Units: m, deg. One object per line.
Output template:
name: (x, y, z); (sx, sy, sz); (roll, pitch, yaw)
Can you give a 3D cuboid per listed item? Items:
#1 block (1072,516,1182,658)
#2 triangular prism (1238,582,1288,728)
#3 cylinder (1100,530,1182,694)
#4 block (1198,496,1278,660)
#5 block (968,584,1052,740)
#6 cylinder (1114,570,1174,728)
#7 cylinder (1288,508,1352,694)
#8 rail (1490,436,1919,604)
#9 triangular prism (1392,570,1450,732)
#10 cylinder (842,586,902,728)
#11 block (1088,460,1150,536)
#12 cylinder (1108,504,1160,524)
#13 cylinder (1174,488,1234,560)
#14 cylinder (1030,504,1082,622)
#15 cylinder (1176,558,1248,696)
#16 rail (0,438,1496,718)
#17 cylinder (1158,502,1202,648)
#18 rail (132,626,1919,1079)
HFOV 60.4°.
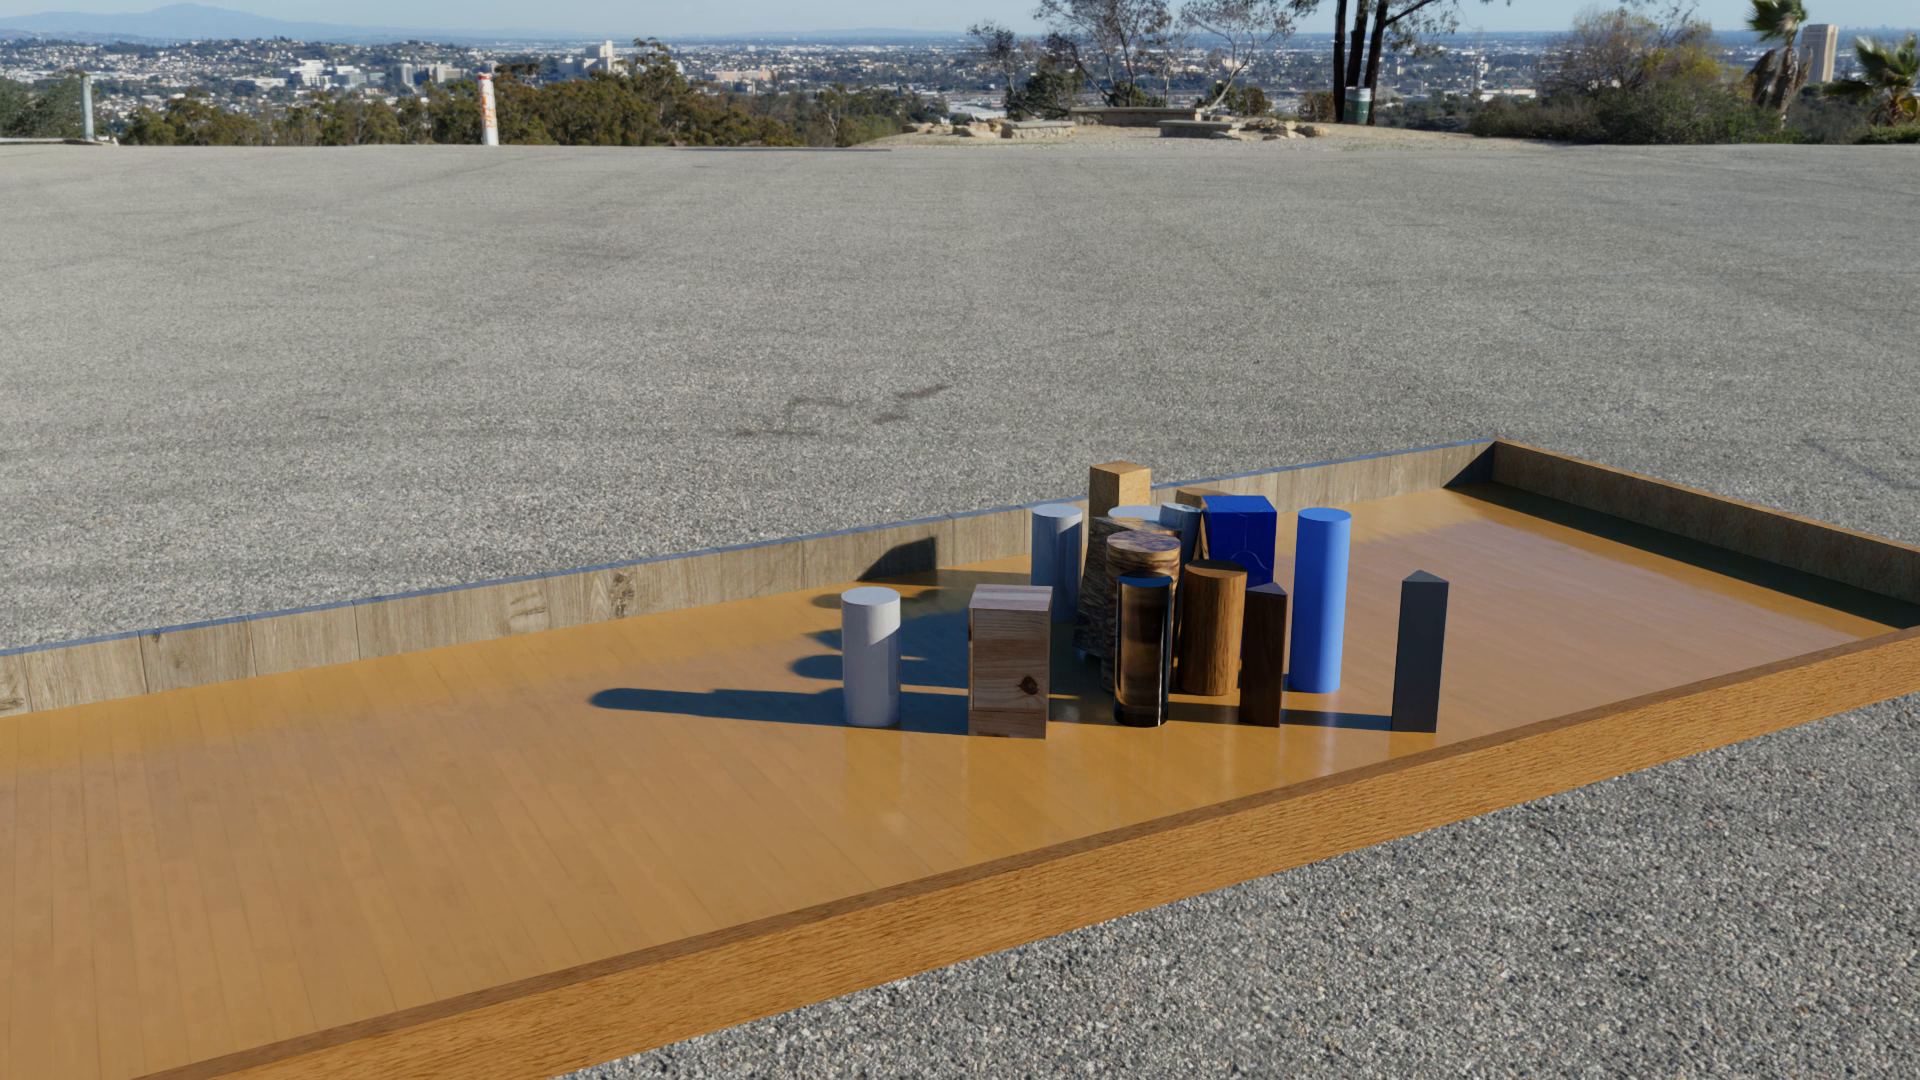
block: (0.431, 0.127, 4.270); (0.164, 0.345, 0.164); (0, 13, -39)
triangular prism: (0.720, 0.266, 3.870); (0.097, 0.327, 0.084); (7, 18, 23)
cylinder: (0.442, 0.183, 4.056); (0.179, 0.377, 0.179); (1, 17, 0)
block: (0.720, 0.097, 4.319); (0.166, 0.397, 0.166); (0, 16, -1)
block: (0.118, 0.281, 3.846); (0.180, 0.312, 0.180); (2, 16, 6)
cylinder: (0.430, 0.256, 3.872); (0.128, 0.345, 0.128); (0, 16, 0)
cylinder: (0.885, 0.149, 4.065); (0.127, 0.441, 0.127); (0, 16, 0)
rail: (2.466, -0.048, 5.253); (0.050, 0.150, 2.100); (-9, 18, -27)
triangular prism: (1.060, 0.258, 3.828); (0.104, 0.367, 0.090); (2, 16, 6)
cylinder: (-0.208, 0.274, 3.886); (0.138, 0.302, 0.138); (0, 16, 0)
block: (0.464, -0.035, 4.827); (0.125, 0.366, 0.125); (-13, 21, -37)
cylinder: (0.491, 0.081, 4.514); (0.179, 0.319, 0.179); (0, 16, 0)
cylinder: (0.667, 0.032, 4.615); (0.173, 0.332, 0.173); (8, 11, -1)
cylinder: (0.269, 0.063, 4.605); (0.141, 0.302, 0.141); (0, 16, 0)
cylinder: (0.621, 0.215, 4.077); (0.152, 0.304, 0.152); (2, 17, -1)
rail: (-3.305, 0.497, 3.399); (12.000, 0.150, 0.050); (-9, 18, -27)
cylinder: (0.551, 0.093, 4.359); (0.110, 0.369, 0.110); (9, 11, -2)
rail: (-2.336, 1.006, 1.665); (12.000, 0.150, 0.050); (-9, 18, -27)
